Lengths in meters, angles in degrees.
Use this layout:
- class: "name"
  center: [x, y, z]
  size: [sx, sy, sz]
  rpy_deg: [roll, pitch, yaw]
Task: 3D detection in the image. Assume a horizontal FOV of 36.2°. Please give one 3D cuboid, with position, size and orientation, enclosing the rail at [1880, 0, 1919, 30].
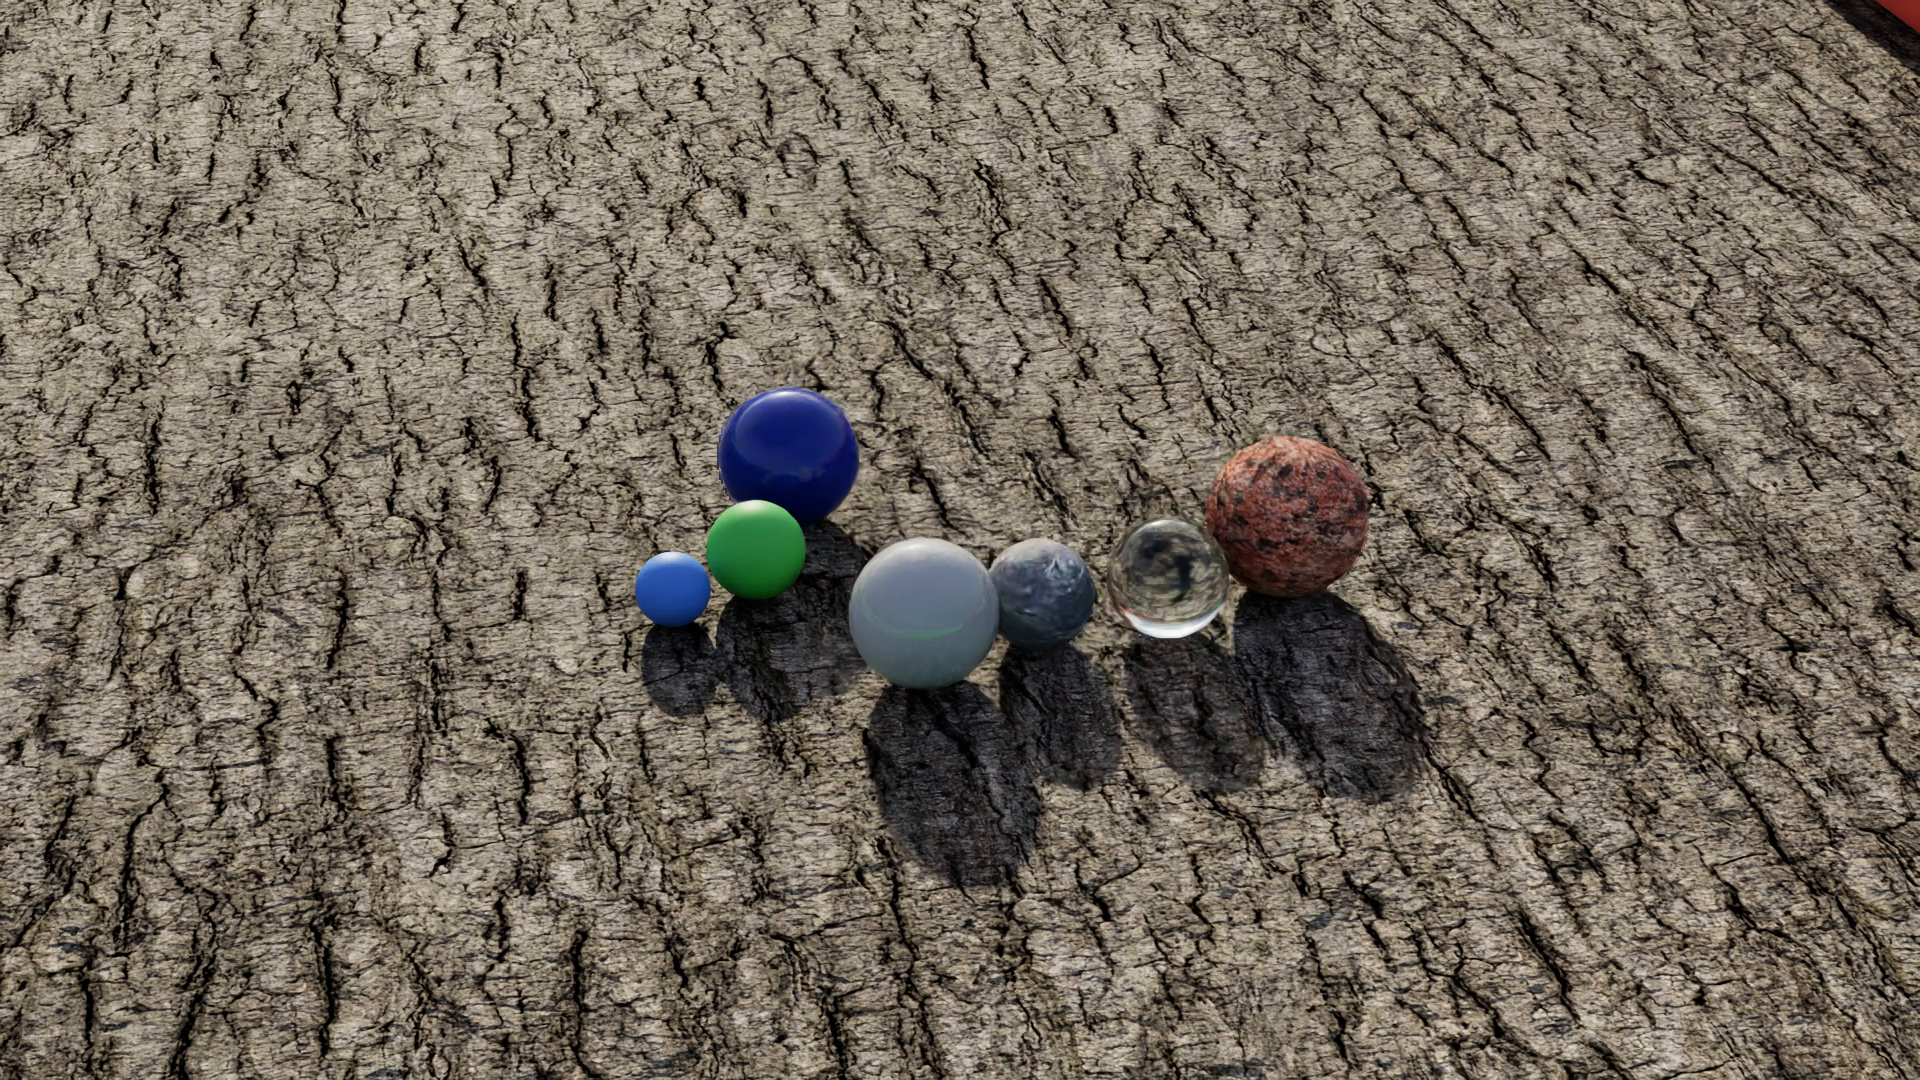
- class: "rail"
  center: [0.782, -0.578, 2.671]
  size: [0.045, 0.122, 3.852]
  rpy_deg: [-5, 30, -9]

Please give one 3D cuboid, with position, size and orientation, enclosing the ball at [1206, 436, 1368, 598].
- class: "ball"
  center: [0.190, -0.013, 1.713]
  size: [0.094, 0.094, 0.094]
  rpy_deg: [0, 30, 0]

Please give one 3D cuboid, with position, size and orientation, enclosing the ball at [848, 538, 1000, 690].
- class: "ball"
  center: [-0.020, 0.041, 1.629]
  size: [0.084, 0.084, 0.084]
  rpy_deg: [0, 30, 0]

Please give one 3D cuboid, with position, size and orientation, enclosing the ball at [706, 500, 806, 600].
- class: "ball"
  center: [-0.119, 0.006, 1.716]
  size: [0.058, 0.058, 0.058]
  rpy_deg: [0, 30, 0]

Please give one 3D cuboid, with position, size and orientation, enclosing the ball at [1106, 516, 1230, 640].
- class: "ball"
  center: [0.118, 0.021, 1.677]
  size: [0.071, 0.071, 0.071]
  rpy_deg: [0, 30, 0]

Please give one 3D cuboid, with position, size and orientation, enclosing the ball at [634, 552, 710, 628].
- class: "ball"
  center: [-0.165, 0.028, 1.691]
  size: [0.044, 0.044, 0.044]
  rpy_deg: [0, 30, 0]

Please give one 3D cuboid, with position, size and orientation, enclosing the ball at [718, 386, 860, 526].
- class: "ball"
  center: [-0.104, -0.050, 1.787]
  size: [0.086, 0.086, 0.086]
  rpy_deg: [0, 30, 0]

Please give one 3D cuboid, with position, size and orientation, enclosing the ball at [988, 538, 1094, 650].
- class: "ball"
  center: [0.045, 0.031, 1.667]
  size: [0.063, 0.063, 0.063]
  rpy_deg: [0, 30, 0]
